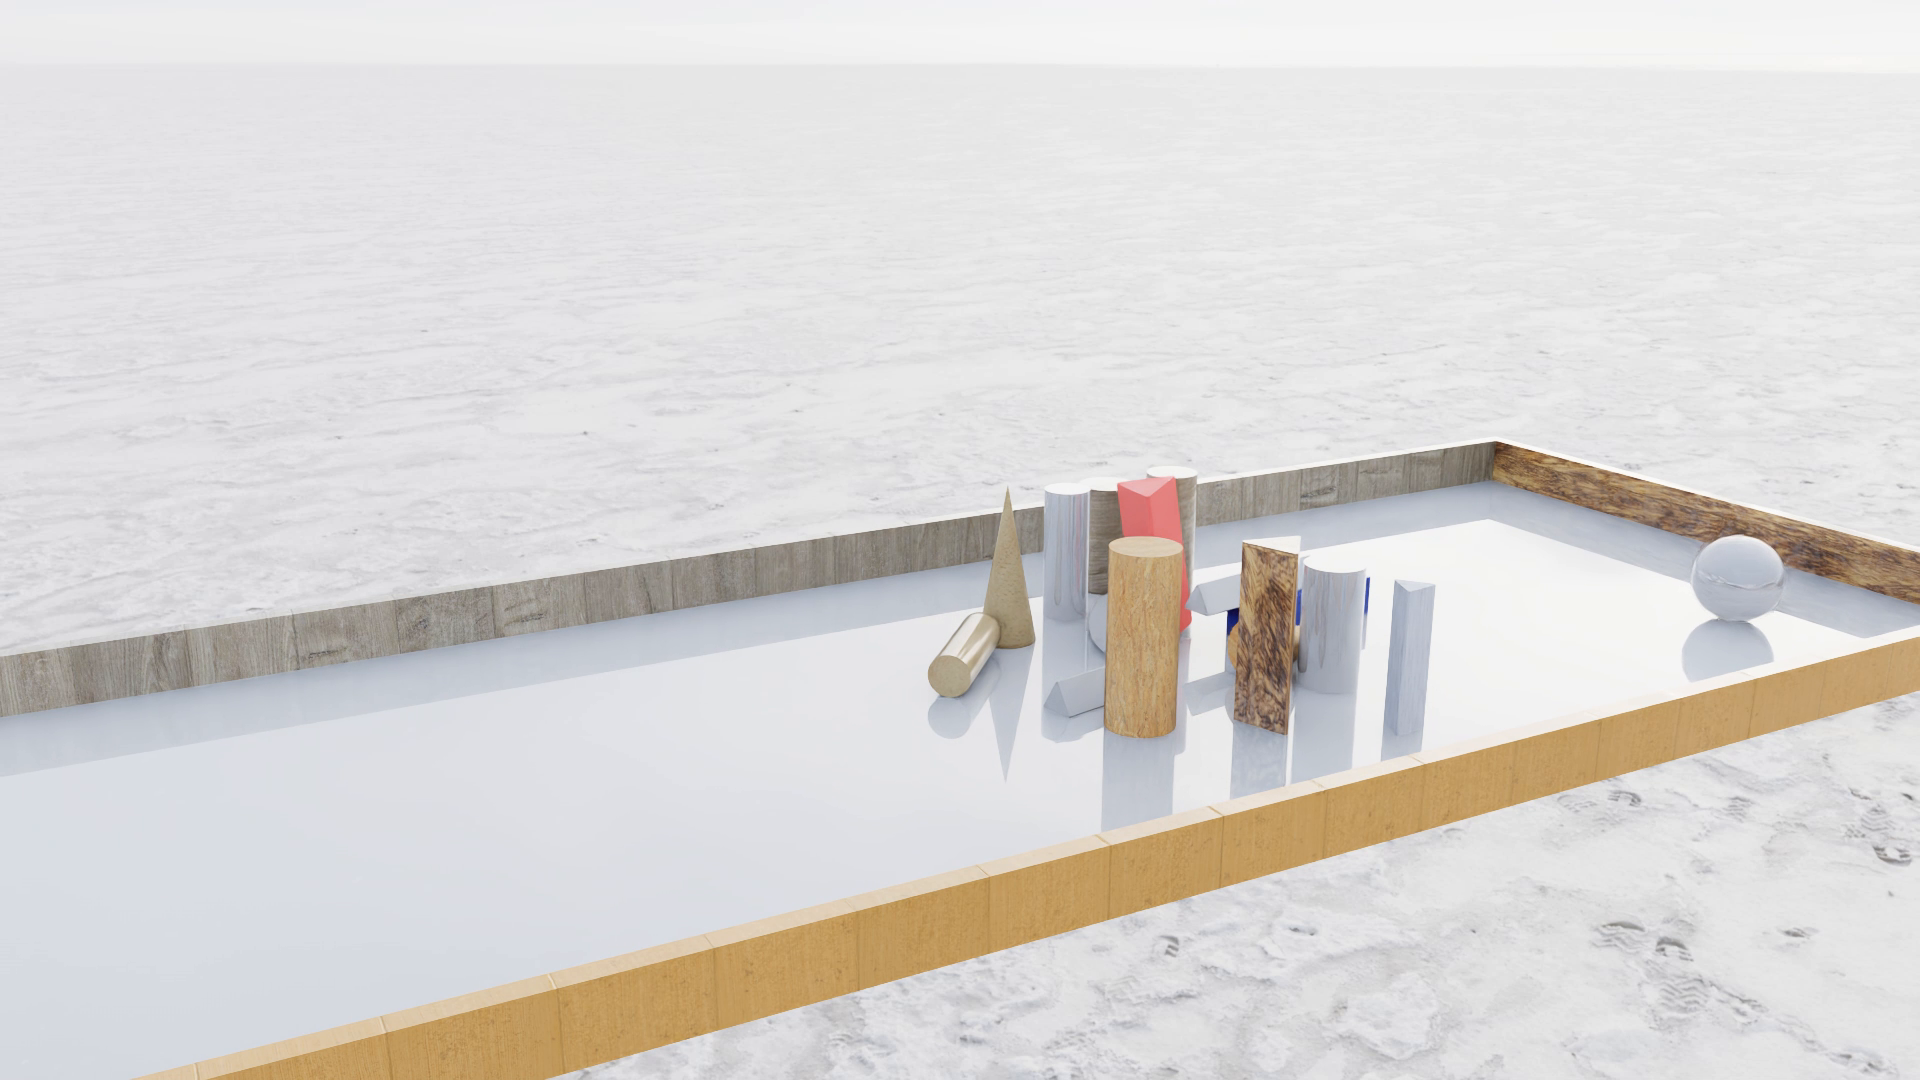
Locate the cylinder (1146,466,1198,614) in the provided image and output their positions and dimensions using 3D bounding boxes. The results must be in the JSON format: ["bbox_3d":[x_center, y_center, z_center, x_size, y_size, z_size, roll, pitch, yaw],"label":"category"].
[{"bbox_3d":[0.584,0.009,4.598,0.140,0.409,0.140,0,16,0],"label":"cylinder"}]

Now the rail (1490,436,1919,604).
[{"bbox_3d":[2.466,-0.048,5.253,0.050,0.150,2.100,-9,18,-27],"label":"rail"}]

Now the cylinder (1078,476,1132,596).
[{"bbox_3d":[0.427,-0.013,4.842,0.164,0.314,0.164,0,16,0],"label":"cylinder"}]

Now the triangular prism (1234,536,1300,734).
[{"bbox_3d":[0.745,0.214,3.848,0.146,0.439,0.126,15,22,41],"label":"triangular prism"}]

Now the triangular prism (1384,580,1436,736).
[{"bbox_3d":[1.026,0.268,3.819,0.091,0.351,0.079,-12,20,-34],"label":"triangular prism"}]

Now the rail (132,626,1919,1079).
[{"bbox_3d":[-2.336,1.006,1.665,12.000,0.150,0.050,-9,18,-27],"label":"rail"}]

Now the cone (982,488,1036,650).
[{"bbox_3d":[0.126,0.060,4.386,0.158,0.432,0.158,0,16,0],"label":"cone"}]

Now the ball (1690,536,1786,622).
[{"bbox_3d":[2.156,0.106,4.570,0.239,0.239,0.239,0,16,0],"label":"ball"}]

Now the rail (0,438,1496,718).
[{"bbox_3d":[-3.305,0.497,3.399,12.000,0.150,0.050,-9,18,-27],"label":"rail"}]

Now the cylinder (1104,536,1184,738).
[{"bbox_3d":[0.423,0.224,3.821,0.169,0.435,0.169,0,16,0],"label":"cylinder"}]

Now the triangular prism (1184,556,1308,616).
[{"bbox_3d":[0.792,0.114,4.441,0.435,0.076,0.087,-12,21,-36],"label":"triangular prism"}]

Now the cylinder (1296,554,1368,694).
[{"bbox_3d":[0.922,0.207,4.098,0.153,0.312,0.153,0,16,0],"label":"cylinder"}]

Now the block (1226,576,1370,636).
[{"bbox_3d":[0.937,0.179,4.554,0.450,0.108,0.108,-12,20,-34],"label":"block"}]

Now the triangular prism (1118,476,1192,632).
[{"bbox_3d":[0.542,0.045,4.410,0.131,0.427,0.151,-19,23,-21],"label":"triangular prism"}]

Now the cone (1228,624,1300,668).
[{"bbox_3d":[0.870,0.264,4.307,0.172,0.172,0.430,11,8,33],"label":"cone"}]

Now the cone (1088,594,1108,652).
[{"bbox_3d":[0.395,0.213,4.479,0.176,0.176,0.340,-3,2,-9],"label":"cone"}]

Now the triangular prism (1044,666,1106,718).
[{"bbox_3d":[0.364,0.343,4.043,0.348,0.078,0.090,-13,21,-38],"label":"triangular prism"}]

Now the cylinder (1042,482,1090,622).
[{"bbox_3d":[0.296,0.033,4.597,0.127,0.364,0.127,0,16,0],"label":"cylinder"}]

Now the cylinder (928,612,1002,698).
[{"bbox_3d":[0.014,0.287,4.182,0.110,0.110,0.334,4,17,14],"label":"cylinder"}]
